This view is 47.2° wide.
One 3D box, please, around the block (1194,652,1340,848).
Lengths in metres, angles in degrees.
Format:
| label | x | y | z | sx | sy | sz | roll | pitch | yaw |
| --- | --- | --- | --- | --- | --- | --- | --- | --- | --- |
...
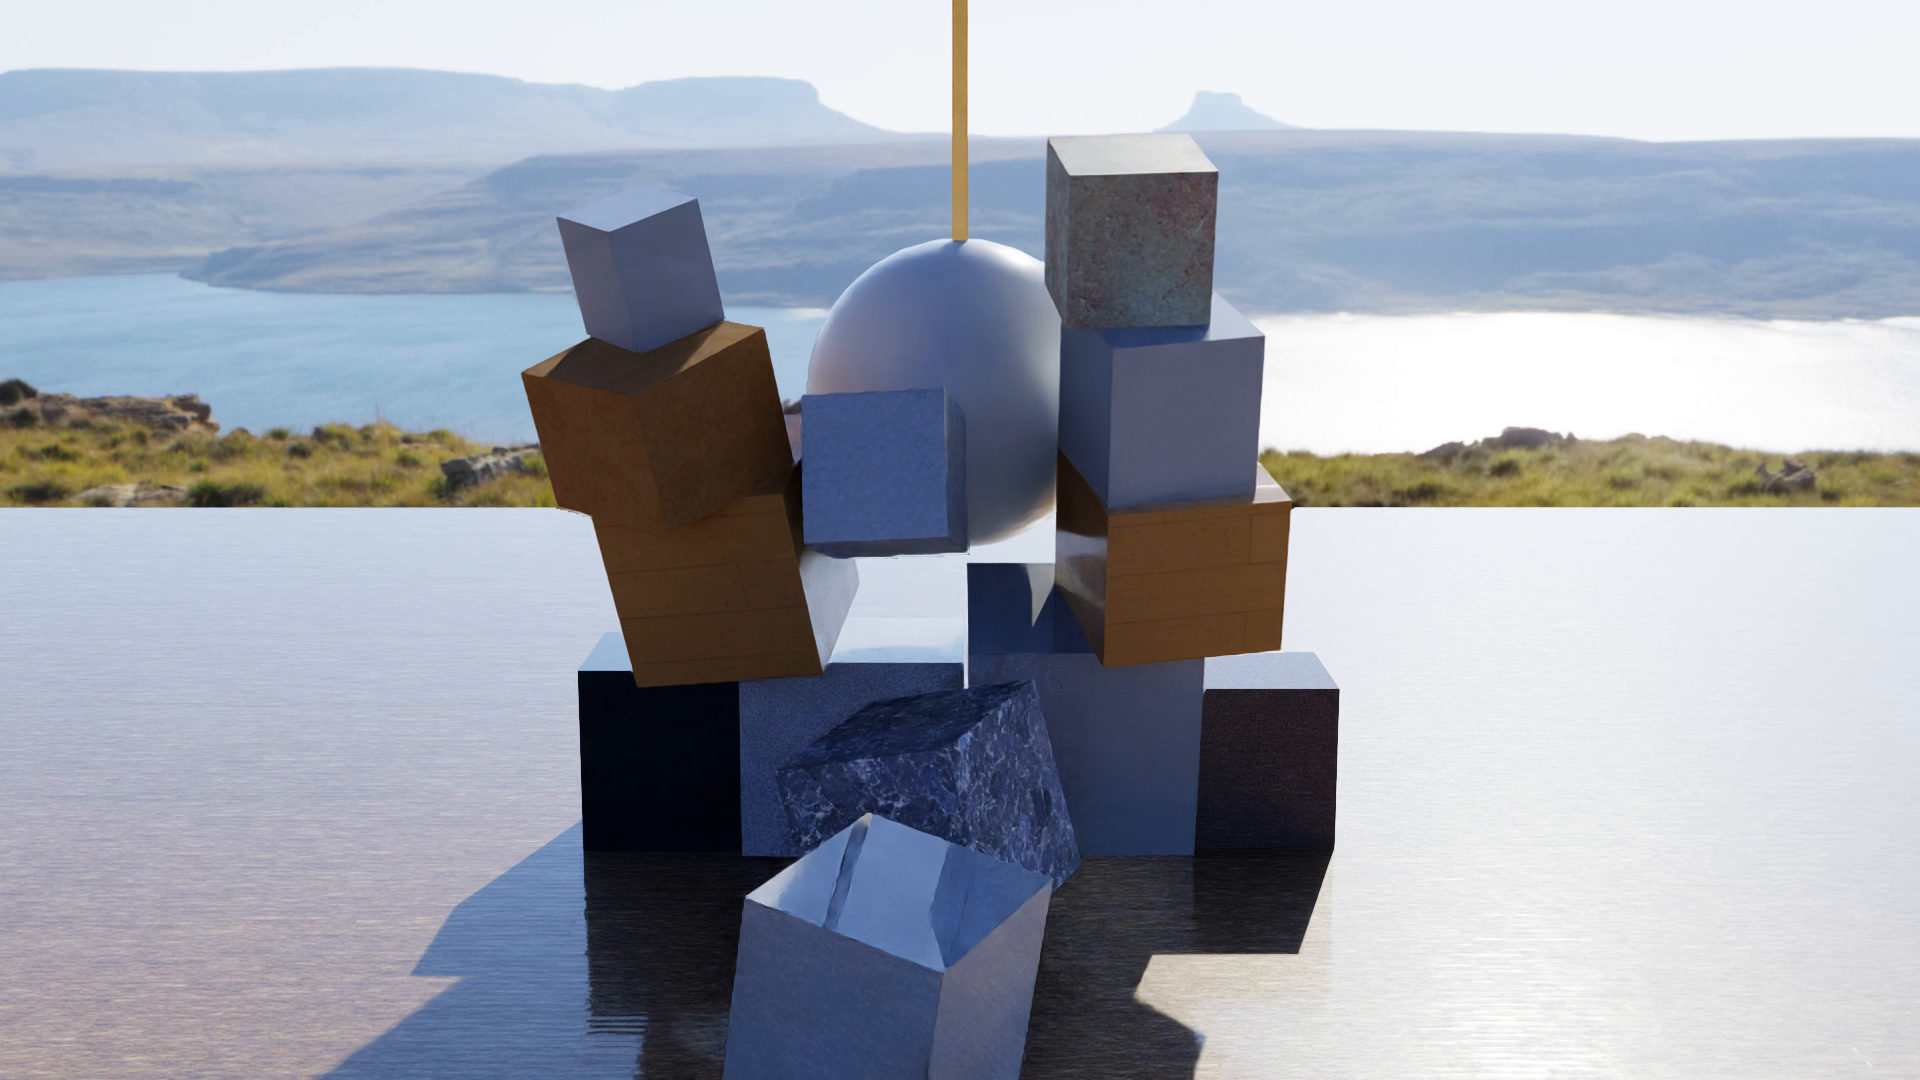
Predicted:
| label | x | y | z | sx | sy | sz | roll | pitch | yaw |
| --- | --- | --- | --- | --- | --- | --- | --- | --- | --- |
| block | 1.525 | 1.070 | 11.384 | 0.719 | 0.821 | 0.803 | 0 | 10 | 0 |

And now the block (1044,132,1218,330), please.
| label | x | y | z | sx | sy | sz | roll | pitch | yaw |
| --- | --- | --- | --- | --- | --- | --- | --- | --- | --- |
| block | 0.776 | -1.437 | 10.168 | 0.667 | 0.715 | 0.672 | -3 | 25 | -6 |

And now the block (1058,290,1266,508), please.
| label | x | y | z | sx | sy | sz | roll | pitch | yaw |
| --- | --- | --- | --- | --- | --- | --- | --- | --- | --- |
| block | 0.929 | -0.691 | 10.334 | 0.724 | 0.776 | 0.778 | -6 | 26 | -13 |

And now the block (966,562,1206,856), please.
| label | x | y | z | sx | sy | sz | roll | pitch | yaw |
| --- | --- | --- | --- | --- | --- | --- | --- | --- | --- |
| block | 0.600 | 0.842 | 11.154 | 1.124 | 1.133 | 1.011 | 0 | 25 | -1 |

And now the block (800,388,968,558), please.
| label | x | y | z | sx | sy | sz | roll | pitch | yaw |
| --- | --- | --- | --- | --- | --- | --- | --- | --- | --- |
| block | -0.342 | -0.300 | 10.242 | 0.659 | 0.679 | 0.638 | -3 | -7 | 8 |

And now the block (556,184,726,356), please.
| label | x | y | z | sx | sy | sz | roll | pitch | yaw |
| --- | --- | --- | --- | --- | --- | --- | --- | --- | --- |
| block | -1.475 | -1.260 | 10.175 | 0.474 | 0.594 | 0.493 | -27 | 30 | -30 |

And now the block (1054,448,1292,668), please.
| label | x | y | z | sx | sy | sz | roll | pitch | yaw |
| --- | --- | --- | --- | --- | --- | --- | --- | --- | --- |
| block | 1.007 | 0.015 | 10.665 | 0.878 | 0.782 | 0.940 | -5 | 25 | -11 |

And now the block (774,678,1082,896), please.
| label | x | y | z | sx | sy | sz | roll | pitch | yaw |
| --- | --- | --- | --- | --- | --- | --- | --- | --- | --- |
| block | -0.121 | 1.224 | 9.659 | 0.834 | 0.887 | 0.957 | -10 | 10 | 27 |

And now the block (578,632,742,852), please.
| label | x | y | z | sx | sy | sz | roll | pitch | yaw |
| --- | --- | --- | --- | --- | --- | --- | --- | --- | --- |
| block | -1.489 | 1.023 | 11.347 | 0.793 | 0.928 | 0.867 | 0 | 10 | 0 |

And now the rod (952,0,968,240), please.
| label | x | y | z | sx | sy | sz | roll | pitch | yaw |
| --- | --- | --- | --- | --- | --- | --- | --- | --- | --- |
| rod | 0.000 | -4.060 | 10.605 | 0.080 | 5.200 | 0.080 | 0 | 14 | 0 |

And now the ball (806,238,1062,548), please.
| label | x | y | z | sx | sy | sz | roll | pitch | yaw |
| --- | --- | --- | --- | --- | --- | --- | --- | --- | --- |
| ball | 0.000 | -0.759 | 11.417 | 1.600 | 1.600 | 1.600 | 0 | 10 | 0 |

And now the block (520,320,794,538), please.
| label | x | y | z | sx | sy | sz | roll | pitch | yaw |
| --- | --- | --- | --- | --- | --- | --- | --- | --- | --- |
| block | -1.397 | -0.565 | 10.212 | 0.803 | 0.691 | 0.804 | 14 | 35 | 40 |

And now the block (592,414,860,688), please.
| label | x | y | z | sx | sy | sz | roll | pitch | yaw |
| --- | --- | --- | --- | --- | --- | --- | --- | --- | --- |
| block | -1.122 | 0.041 | 10.780 | 0.941 | 0.971 | 0.913 | -5 | 27 | 12 |

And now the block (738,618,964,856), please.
| label | x | y | z | sx | sy | sz | roll | pitch | yaw |
| --- | --- | --- | --- | --- | --- | --- | --- | --- | --- |
| block | -0.533 | 0.993 | 11.345 | 1.103 | 0.987 | 1.028 | 0 | 10 | 0 |

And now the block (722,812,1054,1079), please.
| label | x | y | z | sx | sy | sz | roll | pitch | yaw |
| --- | --- | --- | --- | --- | --- | --- | --- | --- | --- |
| block | -0.250 | 1.572 | 7.557 | 0.741 | 0.849 | 0.839 | 16 | 20 | 23 |
